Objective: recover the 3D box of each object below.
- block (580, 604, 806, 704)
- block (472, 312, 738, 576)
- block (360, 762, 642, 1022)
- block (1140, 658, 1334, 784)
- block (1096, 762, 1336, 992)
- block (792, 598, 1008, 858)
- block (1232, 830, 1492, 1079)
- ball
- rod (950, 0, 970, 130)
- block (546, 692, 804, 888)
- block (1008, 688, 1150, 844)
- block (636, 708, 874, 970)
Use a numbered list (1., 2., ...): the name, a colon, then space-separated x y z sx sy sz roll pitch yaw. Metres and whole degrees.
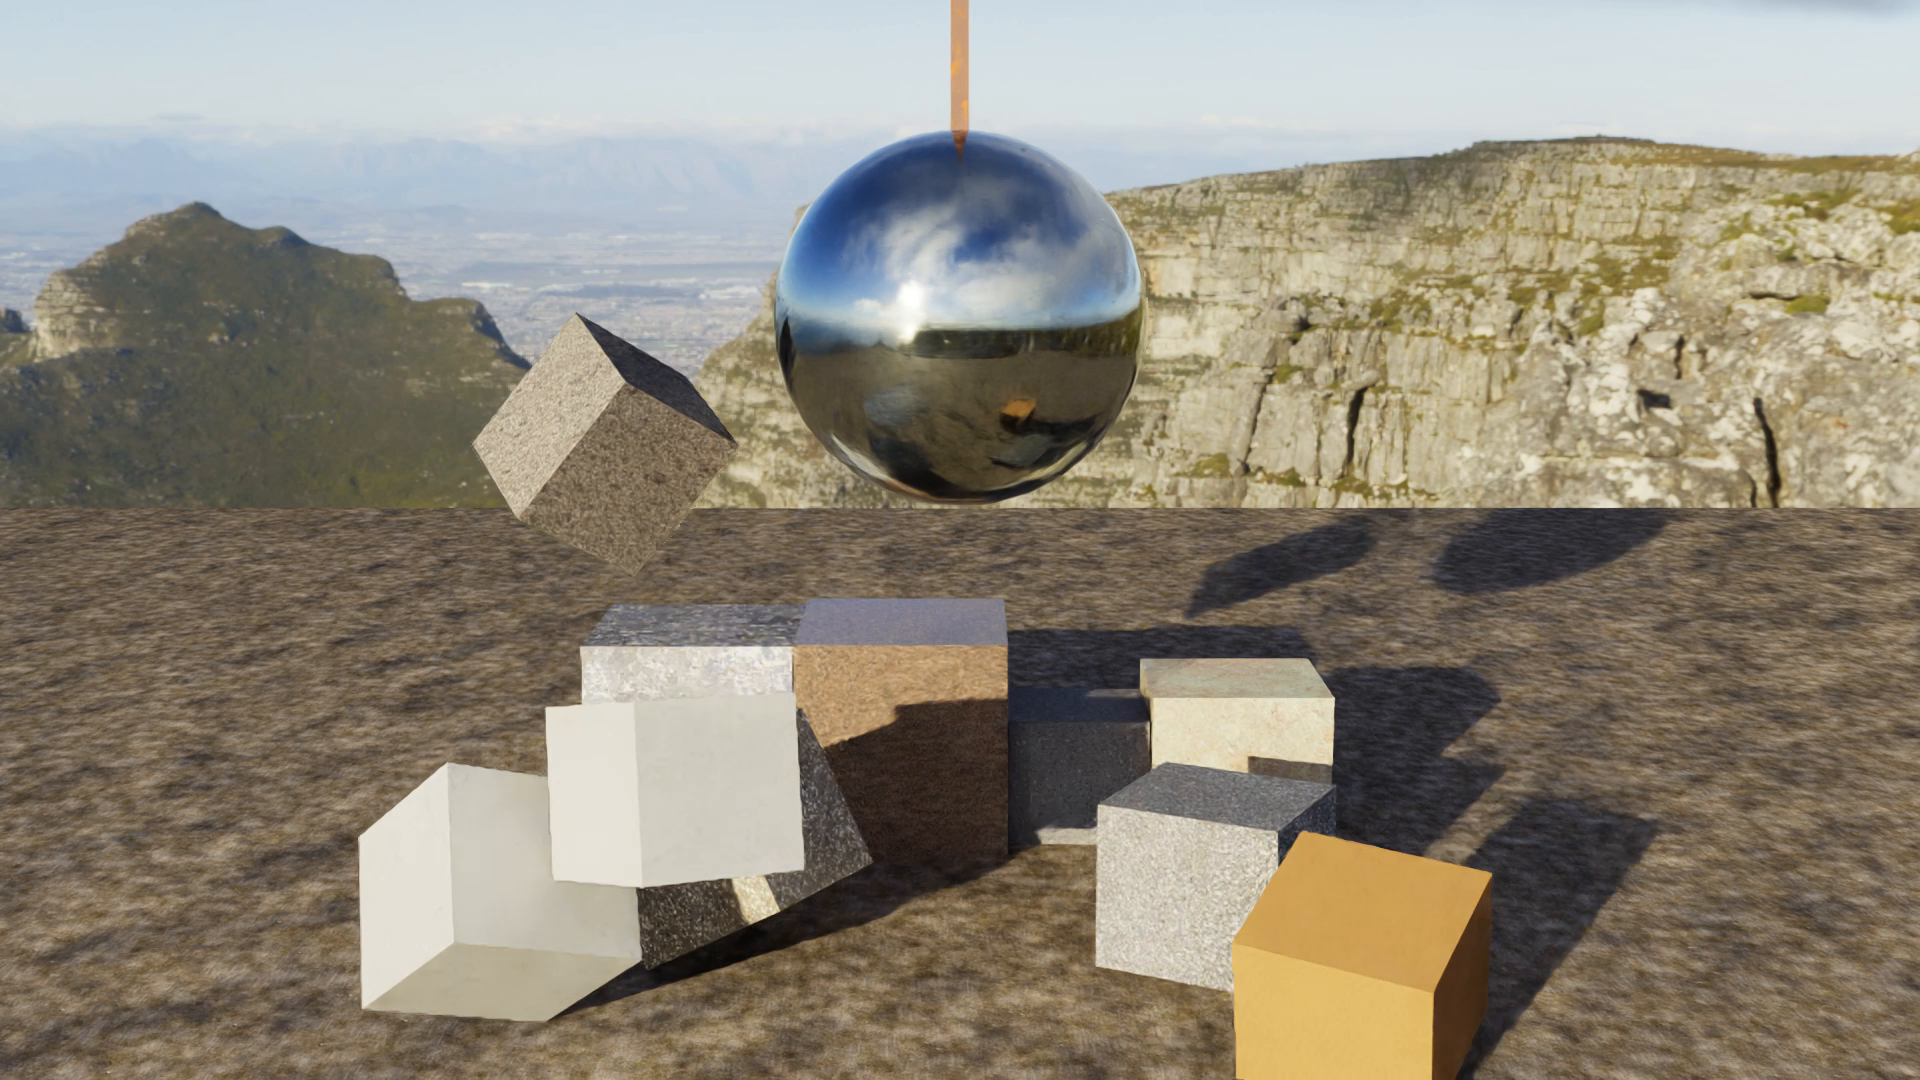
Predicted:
1. block: -1.342 0.955 11.358 1.034 1.058 0.998 0 10 0
2. block: -1.622 -0.435 10.053 0.713 0.784 0.640 30 14 -44
3. block: -1.798 1.389 8.556 0.782 0.706 0.760 14 -36 -36
4. block: 1.409 1.091 11.397 0.899 0.776 0.850 0 10 0
5. block: 1.116 1.454 9.546 0.807 0.723 0.747 5 12 27
6. block: -0.289 0.945 11.341 1.047 1.082 1.113 0 10 0
7. block: 1.503 1.621 8.180 0.742 0.638 0.730 10 32 27
8. ball: 0.000 -0.944 9.409 1.600 1.600 1.600 0 10 0
9. rod: 0.000 -4.331 9.700 0.080 5.200 0.080 0 -5 0
10. block: -1.069 0.918 8.172 0.650 0.647 0.770 -1 -5 -34
11. block: 0.596 1.161 11.405 0.708 0.634 0.698 0 10 0
12. block: -1.018 1.292 9.536 0.812 0.741 0.714 -28 -6 31
